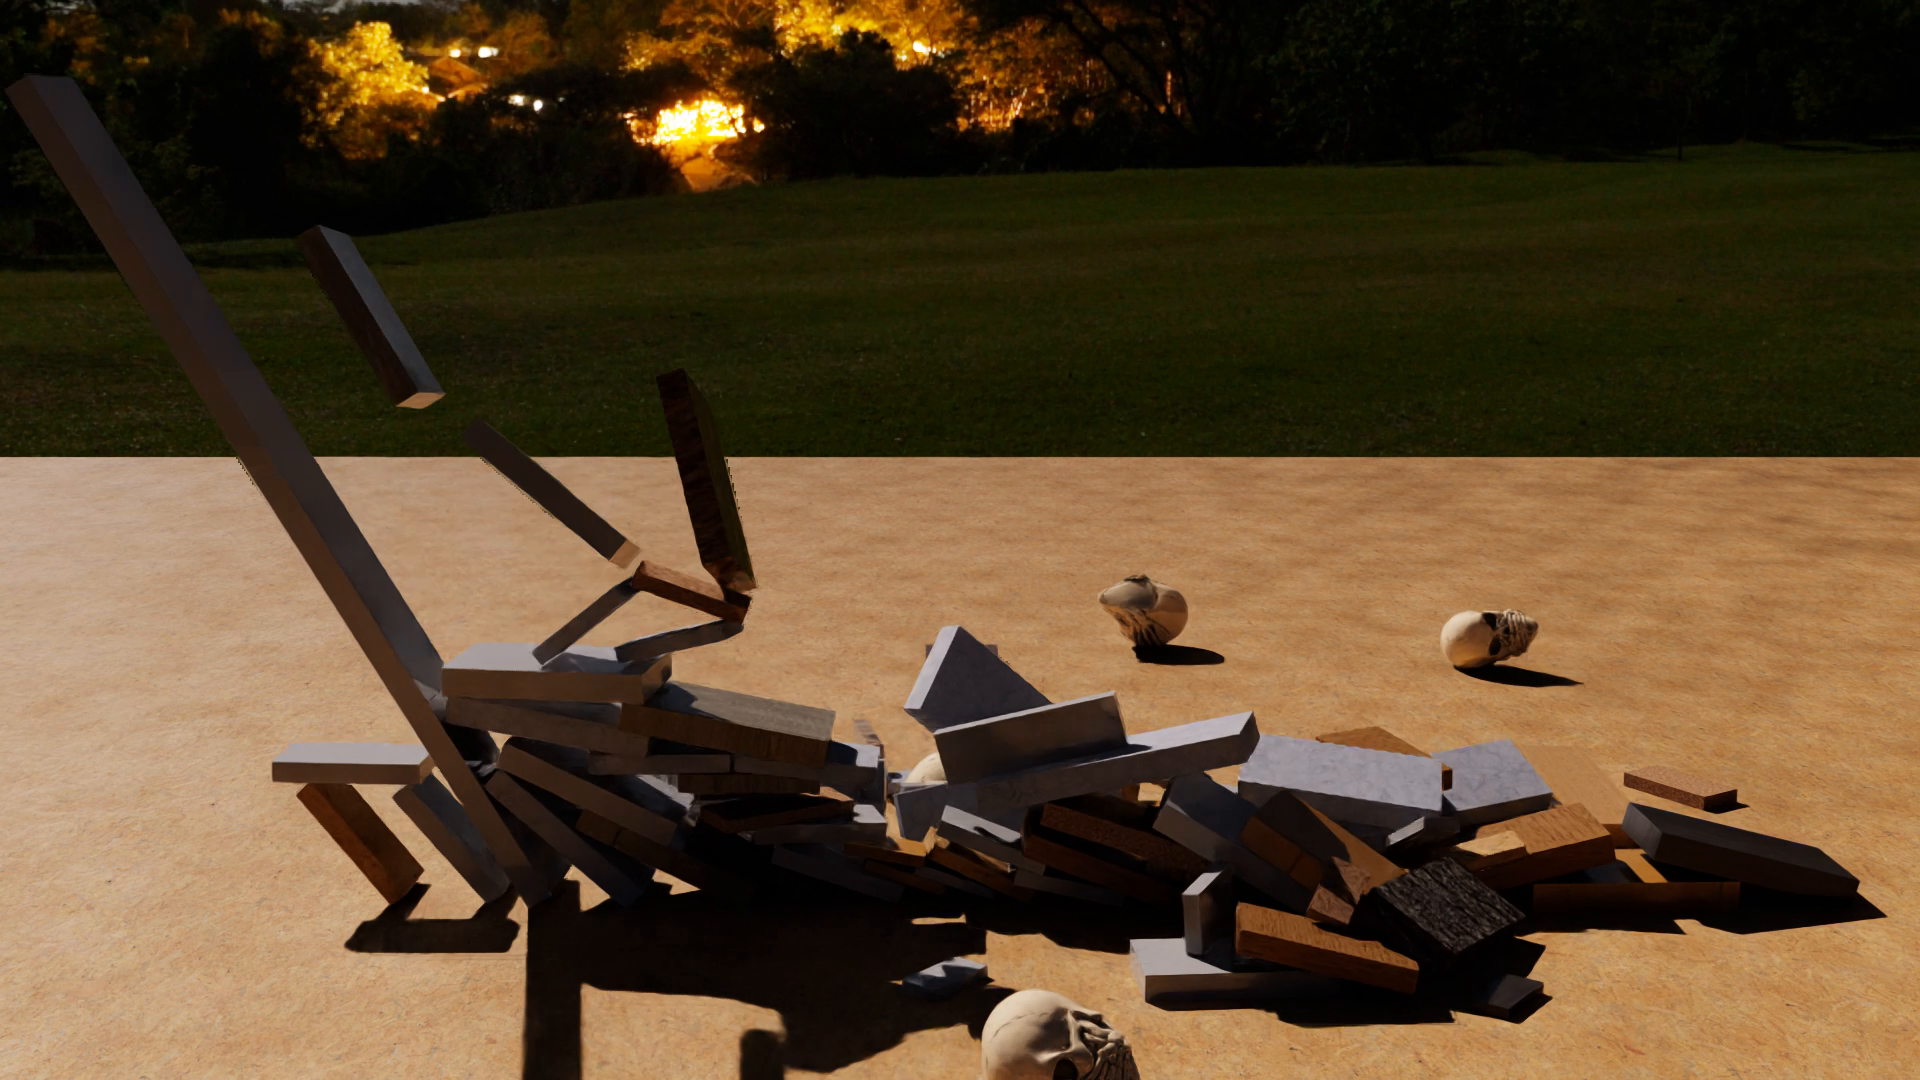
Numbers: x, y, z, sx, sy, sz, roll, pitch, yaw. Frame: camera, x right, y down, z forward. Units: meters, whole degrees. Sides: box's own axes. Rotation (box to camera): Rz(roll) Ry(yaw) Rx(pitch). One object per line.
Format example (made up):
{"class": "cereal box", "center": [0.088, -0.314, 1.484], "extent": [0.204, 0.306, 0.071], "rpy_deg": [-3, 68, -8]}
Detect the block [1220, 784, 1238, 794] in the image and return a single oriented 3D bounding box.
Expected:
{"class": "block", "center": [0.496, 0.491, 4.150], "extent": [0.067, 0.019, 0.134], "rpy_deg": [7, 12, 32]}

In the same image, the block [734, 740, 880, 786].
{"class": "block", "center": [-0.250, 0.359, 3.614], "extent": [0.230, 0.033, 0.115], "rpy_deg": [6, 12, -2]}

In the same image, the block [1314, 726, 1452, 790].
{"class": "block", "center": [0.768, 0.404, 4.001], "extent": [0.131, 0.037, 0.263], "rpy_deg": [-8, 15, -18]}

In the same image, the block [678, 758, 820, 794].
{"class": "block", "center": [-0.347, 0.386, 3.645], "extent": [0.230, 0.033, 0.115], "rpy_deg": [1, 11, -4]}

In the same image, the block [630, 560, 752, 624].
{"class": "block", "center": [-0.430, 0.083, 3.528], "extent": [0.186, 0.026, 0.093], "rpy_deg": [19, 10, -4]}

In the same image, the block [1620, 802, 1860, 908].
{"class": "block", "center": [1.297, 0.523, 3.667], "extent": [0.340, 0.048, 0.170], "rpy_deg": [14, 10, -4]}

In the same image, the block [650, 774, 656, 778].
{"class": "block", "center": [-0.490, 0.437, 4.029], "extent": [0.346, 0.049, 0.173], "rpy_deg": [-6, -19, 6]}

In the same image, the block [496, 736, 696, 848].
{"class": "block", "center": [-0.599, 0.399, 3.631], "extent": [0.309, 0.044, 0.154], "rpy_deg": [26, 11, -1]}

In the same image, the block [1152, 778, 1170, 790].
{"class": "block", "center": [0.415, 0.467, 4.282], "extent": [0.065, 0.018, 0.131], "rpy_deg": [-6, 12, -28]}

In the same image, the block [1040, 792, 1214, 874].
{"class": "block", "center": [0.285, 0.470, 3.585], "extent": [0.283, 0.040, 0.142], "rpy_deg": [16, 11, 13]}

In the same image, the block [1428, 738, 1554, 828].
{"class": "block", "center": [0.916, 0.456, 4.047], "extent": [0.307, 0.043, 0.153], "rpy_deg": [-8, 38, -19]}

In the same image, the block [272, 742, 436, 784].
{"class": "block", "center": [-0.997, 0.368, 3.629], "extent": [0.239, 0.034, 0.120], "rpy_deg": [1, 11, 0]}

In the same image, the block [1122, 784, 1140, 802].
{"class": "block", "center": [0.202, 0.427, 3.949], "extent": [0.291, 0.145, 0.041], "rpy_deg": [11, 0, -36]}

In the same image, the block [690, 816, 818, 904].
{"class": "block", "center": [-0.339, 0.523, 3.660], "extent": [0.221, 0.031, 0.111], "rpy_deg": [29, 9, -6]}

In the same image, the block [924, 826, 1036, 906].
{"class": "block", "center": [0.032, 0.539, 3.638], "extent": [0.186, 0.026, 0.093], "rpy_deg": [27, 8, -11]}

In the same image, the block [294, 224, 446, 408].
{"class": "block", "center": [-0.960, -0.361, 3.585], "extent": [0.044, 0.312, 0.156], "rpy_deg": [-31, 1, 3]}

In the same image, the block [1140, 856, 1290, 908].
{"class": "block", "center": [0.442, 0.541, 3.637], "extent": [0.283, 0.040, 0.142], "rpy_deg": [14, 10, -2]}

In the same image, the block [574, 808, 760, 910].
{"class": "block", "center": [-0.476, 0.504, 3.655], "extent": [0.309, 0.044, 0.154], "rpy_deg": [26, 11, -2]}

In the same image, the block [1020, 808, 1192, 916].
{"class": "block", "center": [0.241, 0.529, 3.619], "extent": [0.283, 0.040, 0.142], "rpy_deg": [21, 10, -4]}

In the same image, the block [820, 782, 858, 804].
{"class": "block", "center": [-0.257, 0.443, 3.795], "extent": [0.158, 0.079, 0.022], "rpy_deg": [0, 5, 4]}

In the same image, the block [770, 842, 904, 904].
{"class": "block", "center": [-0.201, 0.540, 3.662], "extent": [0.221, 0.031, 0.111], "rpy_deg": [19, 10, -3]}

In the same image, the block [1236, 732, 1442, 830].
{"class": "block", "center": [0.655, 0.417, 3.796], "extent": [0.340, 0.048, 0.170], "rpy_deg": [8, 26, 9]}

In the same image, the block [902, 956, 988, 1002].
{"class": "block", "center": [-0.023, 0.653, 3.279], "extent": [0.063, 0.018, 0.125], "rpy_deg": [9, 14, 39]}

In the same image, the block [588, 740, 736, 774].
{"class": "block", "center": [-0.489, 0.353, 3.631], "extent": [0.230, 0.033, 0.115], "rpy_deg": [-1, 12, 0]}

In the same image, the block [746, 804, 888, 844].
{"class": "block", "center": [-0.243, 0.473, 3.672], "extent": [0.221, 0.031, 0.111], "rpy_deg": [1, 9, -16]}

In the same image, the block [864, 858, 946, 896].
{"class": "block", "center": [-0.090, 0.551, 3.660], "extent": [0.138, 0.020, 0.069], "rpy_deg": [19, 10, -2]}

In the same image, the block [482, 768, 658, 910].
{"class": "block", "center": [-0.640, 0.473, 3.648], "extent": [0.309, 0.044, 0.154], "rpy_deg": [41, 10, -5]}

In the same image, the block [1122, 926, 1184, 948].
{"class": "block", "center": [0.305, 0.626, 3.441], "extent": [0.091, 0.013, 0.045], "rpy_deg": [-5, 12, -27]}

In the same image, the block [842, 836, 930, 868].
{"class": "block", "center": [-0.119, 0.513, 3.654], "extent": [0.138, 0.020, 0.069], "rpy_deg": [8, 11, 11]}

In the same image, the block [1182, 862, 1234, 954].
{"class": "block", "center": [0.380, 0.560, 3.356], "extent": [0.026, 0.091, 0.182], "rpy_deg": [-1, 7, 23]}

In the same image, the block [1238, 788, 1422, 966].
{"class": "block", "center": [0.611, 0.526, 3.457], "extent": [0.334, 0.047, 0.167], "rpy_deg": [35, 23, 17]}

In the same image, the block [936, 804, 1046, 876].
{"class": "block", "center": [0.055, 0.494, 3.620], "extent": [0.186, 0.026, 0.093], "rpy_deg": [21, 10, 1]}

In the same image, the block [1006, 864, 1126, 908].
{"class": "block", "center": [0.175, 0.560, 3.634], "extent": [0.186, 0.026, 0.093], "rpy_deg": [13, 10, -8]}

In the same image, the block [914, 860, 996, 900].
{"class": "block", "center": [-0.007, 0.558, 3.658], "extent": [0.138, 0.020, 0.069], "rpy_deg": [18, 8, -1]}

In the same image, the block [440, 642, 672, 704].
{"class": "block", "center": [-0.656, 0.216, 3.591], "extent": [0.334, 0.047, 0.167], "rpy_deg": [2, 12, 8]}
